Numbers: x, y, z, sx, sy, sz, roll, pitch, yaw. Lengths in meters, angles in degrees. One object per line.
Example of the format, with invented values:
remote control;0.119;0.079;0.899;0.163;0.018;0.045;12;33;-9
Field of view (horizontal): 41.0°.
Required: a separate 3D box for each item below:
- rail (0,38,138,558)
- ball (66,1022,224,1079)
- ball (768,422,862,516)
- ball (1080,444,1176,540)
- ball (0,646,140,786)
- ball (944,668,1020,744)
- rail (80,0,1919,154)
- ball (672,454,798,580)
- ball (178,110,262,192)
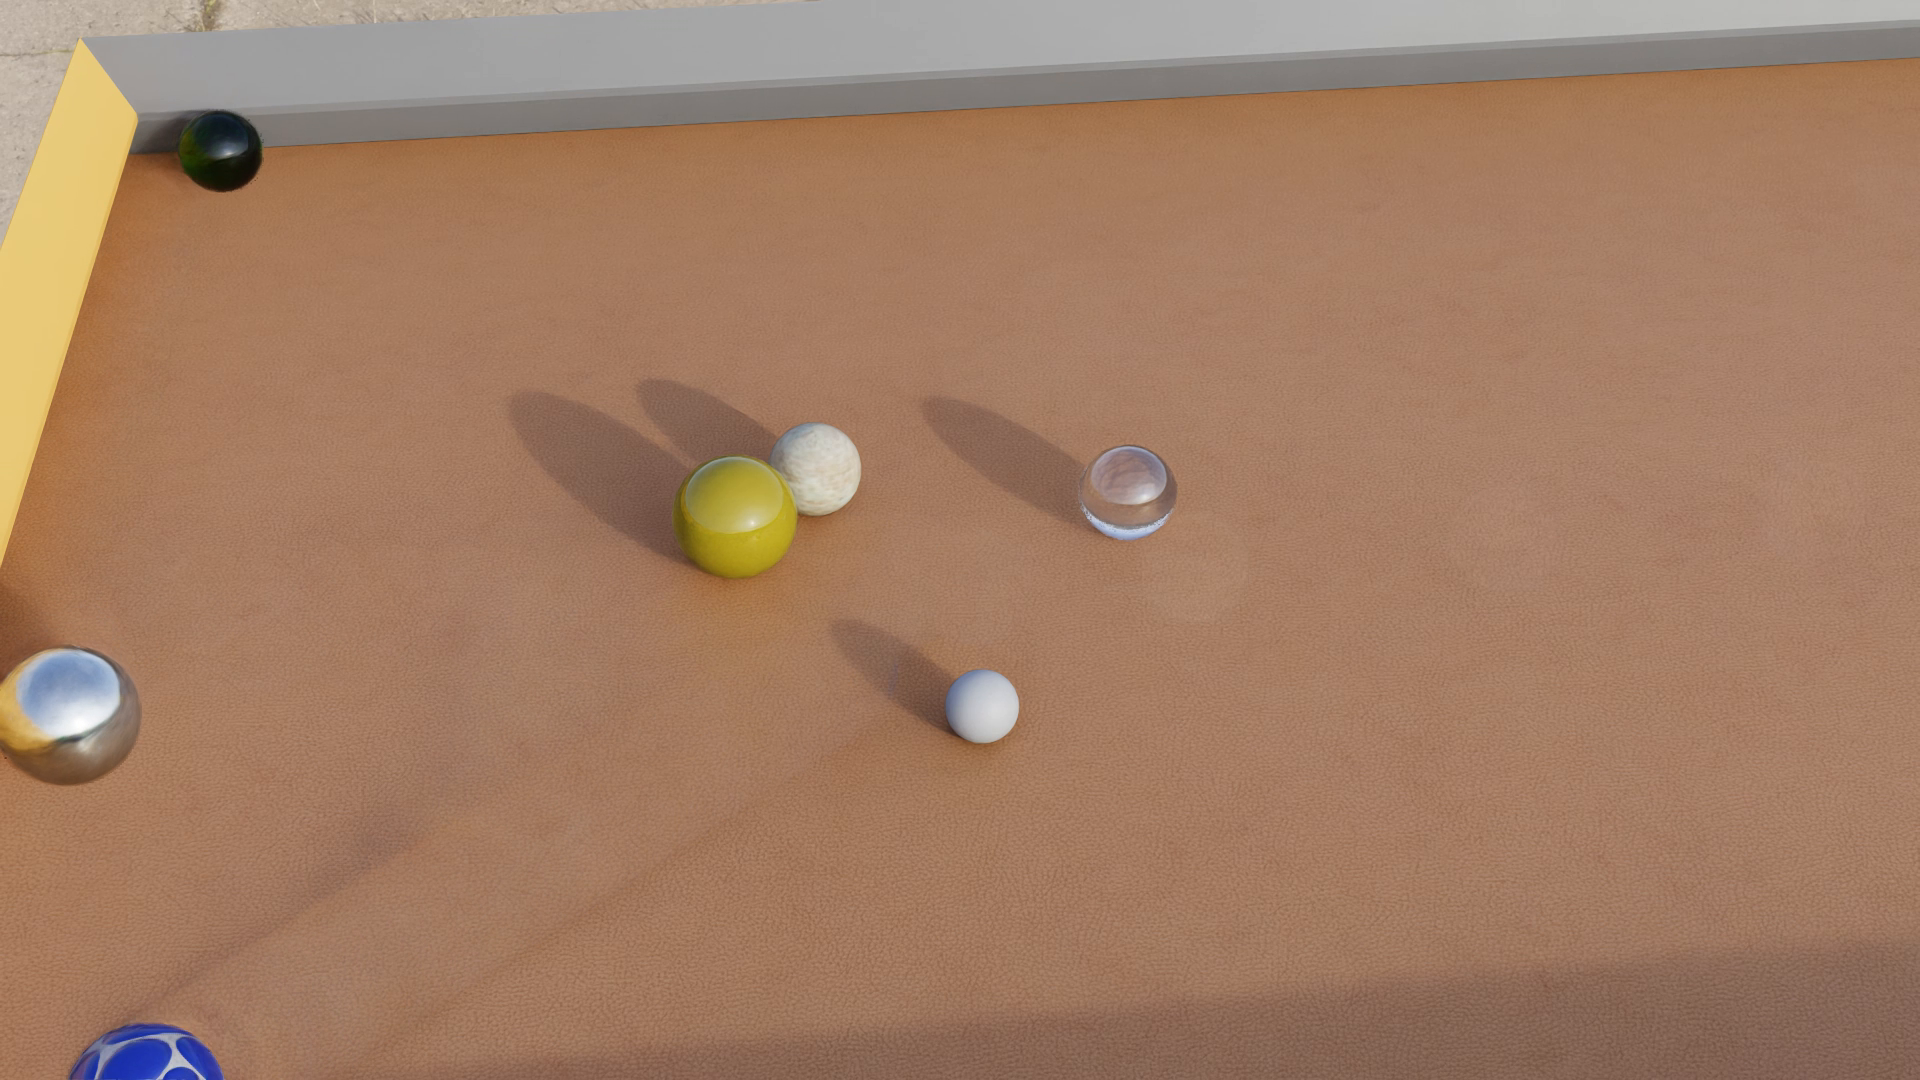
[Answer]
rail;-0.640;0.029;1.636;0.045;0.110;1.429;-4;36;-6
ball;-0.414;0.286;1.304;0.080;0.080;0.080;0;36;0
ball;-0.101;-0.049;1.785;0.065;0.065;0.065;0;36;0
ball;0.115;-0.033;1.761;0.066;0.066;0.066;0;36;0
ball;-0.540;0.106;1.552;0.085;0.085;0.085;0;36;0
ball;0.014;0.103;1.589;0.046;0.046;0.046;0;36;0
rail;0.580;-0.463;2.323;2.673;0.110;0.045;-4;36;-6
ball;-0.151;-0.016;1.722;0.085;0.085;0.085;0;36;0
ball;-0.626;-0.329;2.173;0.069;0.069;0.069;0;36;0
